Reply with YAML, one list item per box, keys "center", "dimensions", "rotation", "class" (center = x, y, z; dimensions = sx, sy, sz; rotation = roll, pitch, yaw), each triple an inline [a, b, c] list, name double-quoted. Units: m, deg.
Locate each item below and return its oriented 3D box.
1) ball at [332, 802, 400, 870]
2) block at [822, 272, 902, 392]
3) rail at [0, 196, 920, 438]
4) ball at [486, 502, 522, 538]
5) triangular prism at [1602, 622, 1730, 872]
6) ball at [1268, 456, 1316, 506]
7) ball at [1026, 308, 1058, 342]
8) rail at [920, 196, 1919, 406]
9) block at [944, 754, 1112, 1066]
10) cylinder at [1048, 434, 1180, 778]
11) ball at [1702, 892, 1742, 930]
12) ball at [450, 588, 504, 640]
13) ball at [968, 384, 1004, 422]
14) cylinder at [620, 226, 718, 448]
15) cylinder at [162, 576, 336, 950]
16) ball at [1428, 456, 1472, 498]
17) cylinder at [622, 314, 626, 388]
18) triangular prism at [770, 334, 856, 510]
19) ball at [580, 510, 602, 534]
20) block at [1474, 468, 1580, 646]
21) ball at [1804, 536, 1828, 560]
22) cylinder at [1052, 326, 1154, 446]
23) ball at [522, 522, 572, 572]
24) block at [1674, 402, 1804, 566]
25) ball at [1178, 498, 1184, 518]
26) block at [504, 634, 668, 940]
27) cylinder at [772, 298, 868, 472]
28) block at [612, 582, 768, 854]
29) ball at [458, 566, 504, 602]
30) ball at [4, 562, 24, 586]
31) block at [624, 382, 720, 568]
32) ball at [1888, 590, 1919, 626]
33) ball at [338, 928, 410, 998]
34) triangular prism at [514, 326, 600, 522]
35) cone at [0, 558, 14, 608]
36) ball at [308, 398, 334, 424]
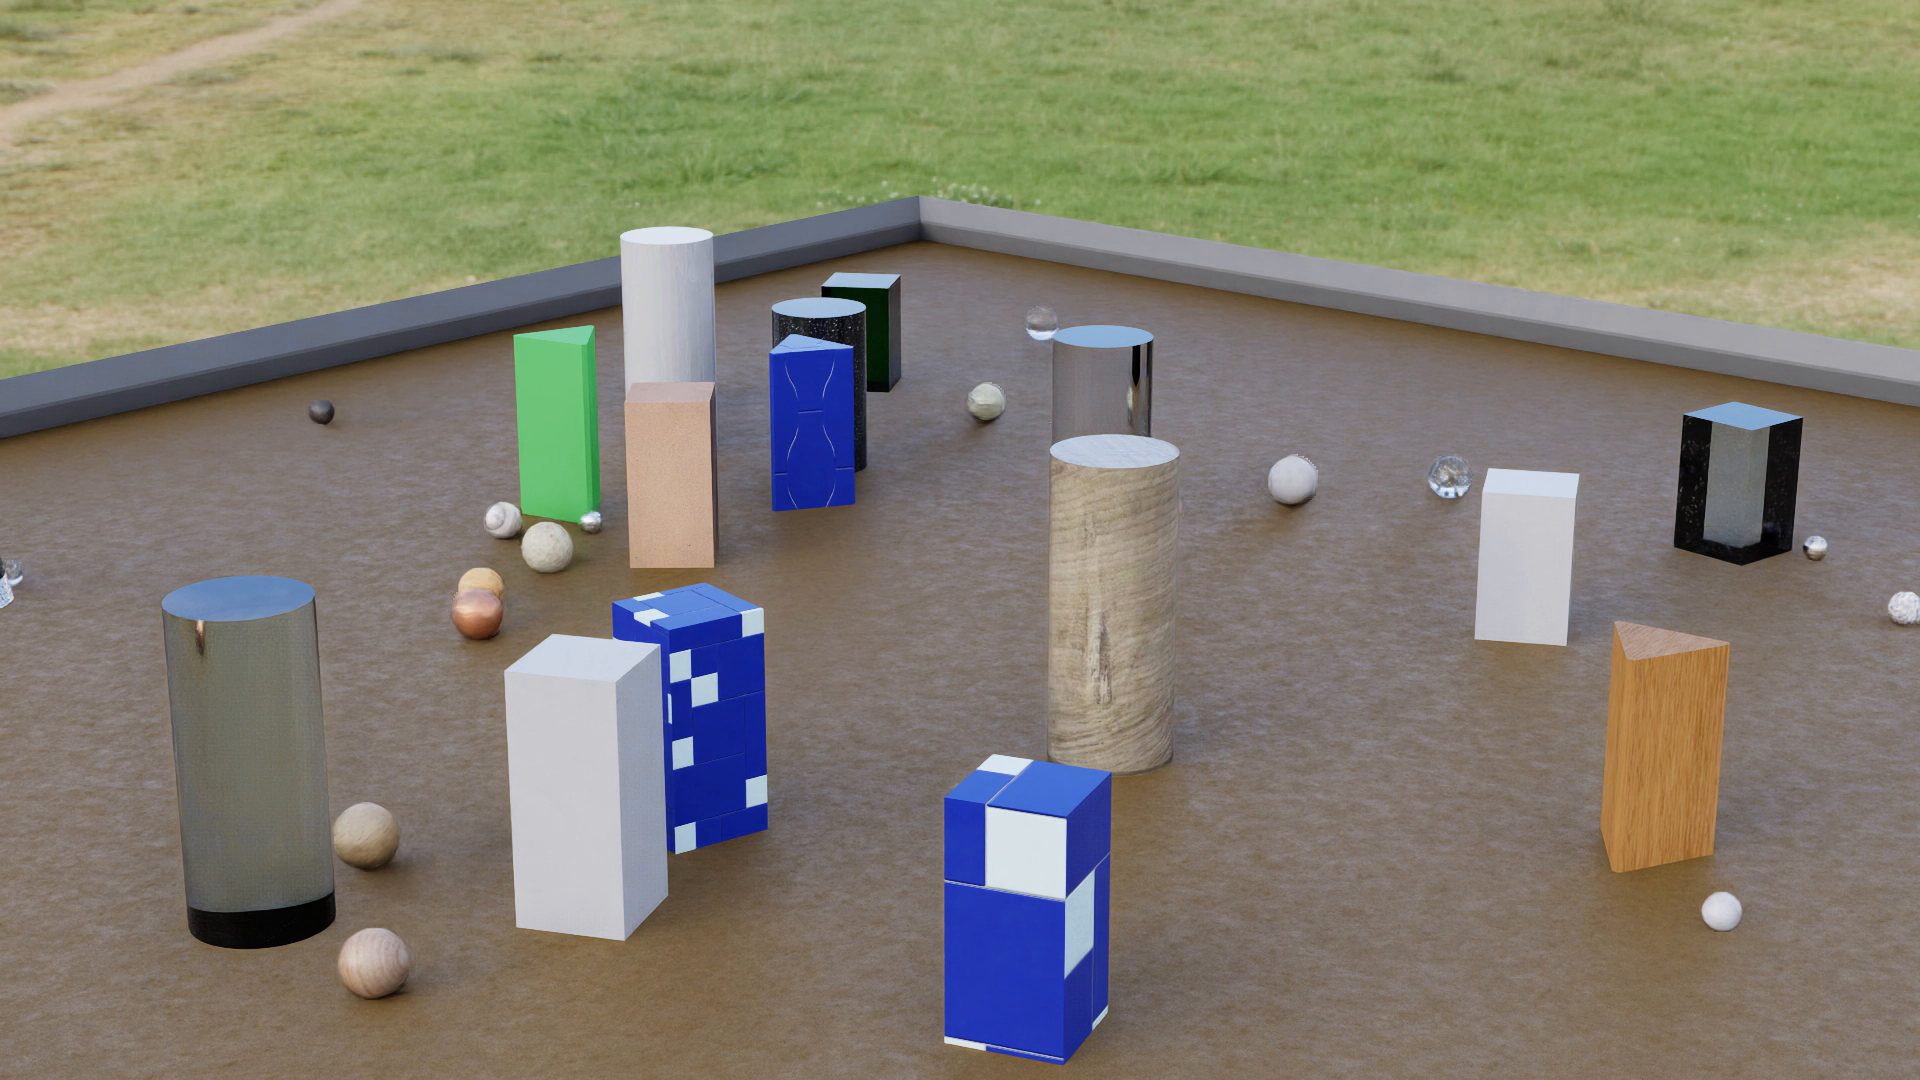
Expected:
- center: [-0.802, 0.400, 3.959]
  dimensions: [0.090, 0.090, 0.090]
  rotation: [0, 17, 0]
  class: "ball"
- center: [-0.220, -0.466, 6.569]
  dimensions: [0.150, 0.236, 0.150]
  rotation: [3, 17, 9]
  class: "block"
- center: [-1.648, -0.383, 6.490]
  dimensions: [0.045, 0.122, 4.732]
  rotation: [14, 22, 39]
  class: "rail"
- center: [-0.846, -0.036, 5.438]
  dimensions: [0.068, 0.068, 0.068]
  rotation: [0, 17, 0]
  class: "ball"
- center: [0.930, 0.275, 4.004]
  dimensions: [0.163, 0.303, 0.141]
  rotation: [-7, 18, -23]
  class: "triangular prism"
- center: [0.641, -0.114, 5.651]
  dimensions: [0.094, 0.094, 0.094]
  rotation: [0, 17, 0]
  class: "ball"
- center: [0.196, -0.513, 7.000]
  dimensions: [0.078, 0.078, 0.078]
  rotation: [0, 17, 0]
  class: "ball"
- center: [1.536, -0.481, 6.814]
  dimensions: [4.411, 0.122, 0.045]
  rotation: [14, 22, 39]
  class: "rail"
- center: [0.080, 0.434, 3.462]
  dimensions: [0.150, 0.312, 0.150]
  rotation: [7, 18, 22]
  class: "block"
- center: [0.224, 0.096, 4.311]
  dimensions: [0.188, 0.469, 0.188]
  rotation: [0, 17, 0]
  class: "cylinder"
- center: [0.980, 0.477, 3.772]
  dimensions: [0.049, 0.049, 0.049]
  rotation: [0, 17, 0]
  class: "ball"
- center: [-0.804, 0.123, 4.882]
  dimensions: [0.086, 0.086, 0.086]
  rotation: [0, 17, 0]
  class: "ball"
- center: [0.055, -0.293, 6.267]
  dimensions: [0.080, 0.080, 0.080]
  rotation: [0, 17, 0]
  class: "ball"
- center: [-0.596, -0.407, 6.019]
  dimensions: [0.188, 0.442, 0.188]
  rotation: [0, 17, 0]
  class: "cylinder"
- center: [-0.906, 0.282, 3.746]
  dimensions: [0.188, 0.438, 0.188]
  rotation: [0, 17, 0]
  class: "cylinder"
- center: [0.952, -0.122, 5.697]
  dimensions: [0.082, 0.082, 0.082]
  rotation: [0, 17, 0]
  class: "ball"
- center: [-0.632, -0.434, 6.331]
  dimensions: [0.188, 0.312, 0.188]
  rotation: [0, 17, 0]
  class: "cylinder"
- center: [-0.302, -0.231, 5.664]
  dimensions: [0.163, 0.310, 0.141]
  rotation: [-5, 18, -17]
  class: "triangular prism"
- center: [-0.688, -0.033, 5.472]
  dimensions: [0.043, 0.043, 0.043]
  rotation: [0, 17, 0]
  class: "ball"
- center: [0.949, 0.027, 4.906]
  dimensions: [0.150, 0.255, 0.150]
  rotation: [4, 17, 13]
  class: "block"
- center: [1.551, 0.015, 5.312]
  dimensions: [0.044, 0.044, 0.044]
  rotation: [0, 17, 0]
  class: "ball"
- center: [0.267, -0.211, 5.521]
  dimensions: [0.188, 0.354, 0.188]
  rotation: [0, 17, 0]
  class: "cylinder"
- center: [-0.737, 0.013, 5.236]
  dimensions: [0.091, 0.091, 0.091]
  rotation: [0, 17, 0]
  class: "ball"
- center: [1.419, -0.105, 5.347]
  dimensions: [0.150, 0.252, 0.150]
  rotation: [-13, 21, -37]
  class: "block"
- center: [0.394, -0.060, 5.540]
  dimensions: [0.056, 0.056, 0.056]
  rotation: [0, 17, 0]
  class: "ball"
- center: [-0.479, 0.317, 3.782]
  dimensions: [0.150, 0.350, 0.150]
  rotation: [5, 17, 15]
  class: "block"
- center: [-0.282, -0.308, 5.895]
  dimensions: [0.188, 0.325, 0.188]
  rotation: [0, 17, 0]
  class: "cylinder"
- center: [-0.374, 0.245, 4.067]
  dimensions: [0.150, 0.324, 0.150]
  rotation: [-12, 21, -35]
  class: "block"
- center: [-0.820, 0.086, 5.017]
  dimensions: [0.079, 0.079, 0.079]
  rotation: [0, 17, 0]
  class: "ball"
- center: [-1.671, 0.059, 5.163]
  dimensions: [0.042, 0.042, 0.042]
  rotation: [0, 17, 0]
  class: "ball"
- center: [-0.519, -0.118, 5.299]
  dimensions: [0.150, 0.306, 0.150]
  rotation: [0, 17, -1]
  class: "block"
- center: [1.599, 0.115, 4.957]
  dimensions: [0.058, 0.058, 0.058]
  rotation: [0, 17, 0]
  class: "ball"
- center: [-0.715, 0.516, 3.581]
  dimensions: [0.086, 0.086, 0.086]
  rotation: [0, 17, 0]
  class: "ball"
- center: [-0.734, -0.225, 5.581]
  dimensions: [0.163, 0.347, 0.141]
  rotation: [9, 19, 27]
  class: "triangular prism"
- center: [-1.738, -0.116, 5.015]
  dimensions: [0.188, 0.466, 0.188]
  rotation: [0, 17, 0]
  class: "cone"
- center: [-1.361, -0.273, 6.244]
  dimensions: [0.055, 0.055, 0.055]
  rotation: [0, 17, 0]
  class: "ball"
